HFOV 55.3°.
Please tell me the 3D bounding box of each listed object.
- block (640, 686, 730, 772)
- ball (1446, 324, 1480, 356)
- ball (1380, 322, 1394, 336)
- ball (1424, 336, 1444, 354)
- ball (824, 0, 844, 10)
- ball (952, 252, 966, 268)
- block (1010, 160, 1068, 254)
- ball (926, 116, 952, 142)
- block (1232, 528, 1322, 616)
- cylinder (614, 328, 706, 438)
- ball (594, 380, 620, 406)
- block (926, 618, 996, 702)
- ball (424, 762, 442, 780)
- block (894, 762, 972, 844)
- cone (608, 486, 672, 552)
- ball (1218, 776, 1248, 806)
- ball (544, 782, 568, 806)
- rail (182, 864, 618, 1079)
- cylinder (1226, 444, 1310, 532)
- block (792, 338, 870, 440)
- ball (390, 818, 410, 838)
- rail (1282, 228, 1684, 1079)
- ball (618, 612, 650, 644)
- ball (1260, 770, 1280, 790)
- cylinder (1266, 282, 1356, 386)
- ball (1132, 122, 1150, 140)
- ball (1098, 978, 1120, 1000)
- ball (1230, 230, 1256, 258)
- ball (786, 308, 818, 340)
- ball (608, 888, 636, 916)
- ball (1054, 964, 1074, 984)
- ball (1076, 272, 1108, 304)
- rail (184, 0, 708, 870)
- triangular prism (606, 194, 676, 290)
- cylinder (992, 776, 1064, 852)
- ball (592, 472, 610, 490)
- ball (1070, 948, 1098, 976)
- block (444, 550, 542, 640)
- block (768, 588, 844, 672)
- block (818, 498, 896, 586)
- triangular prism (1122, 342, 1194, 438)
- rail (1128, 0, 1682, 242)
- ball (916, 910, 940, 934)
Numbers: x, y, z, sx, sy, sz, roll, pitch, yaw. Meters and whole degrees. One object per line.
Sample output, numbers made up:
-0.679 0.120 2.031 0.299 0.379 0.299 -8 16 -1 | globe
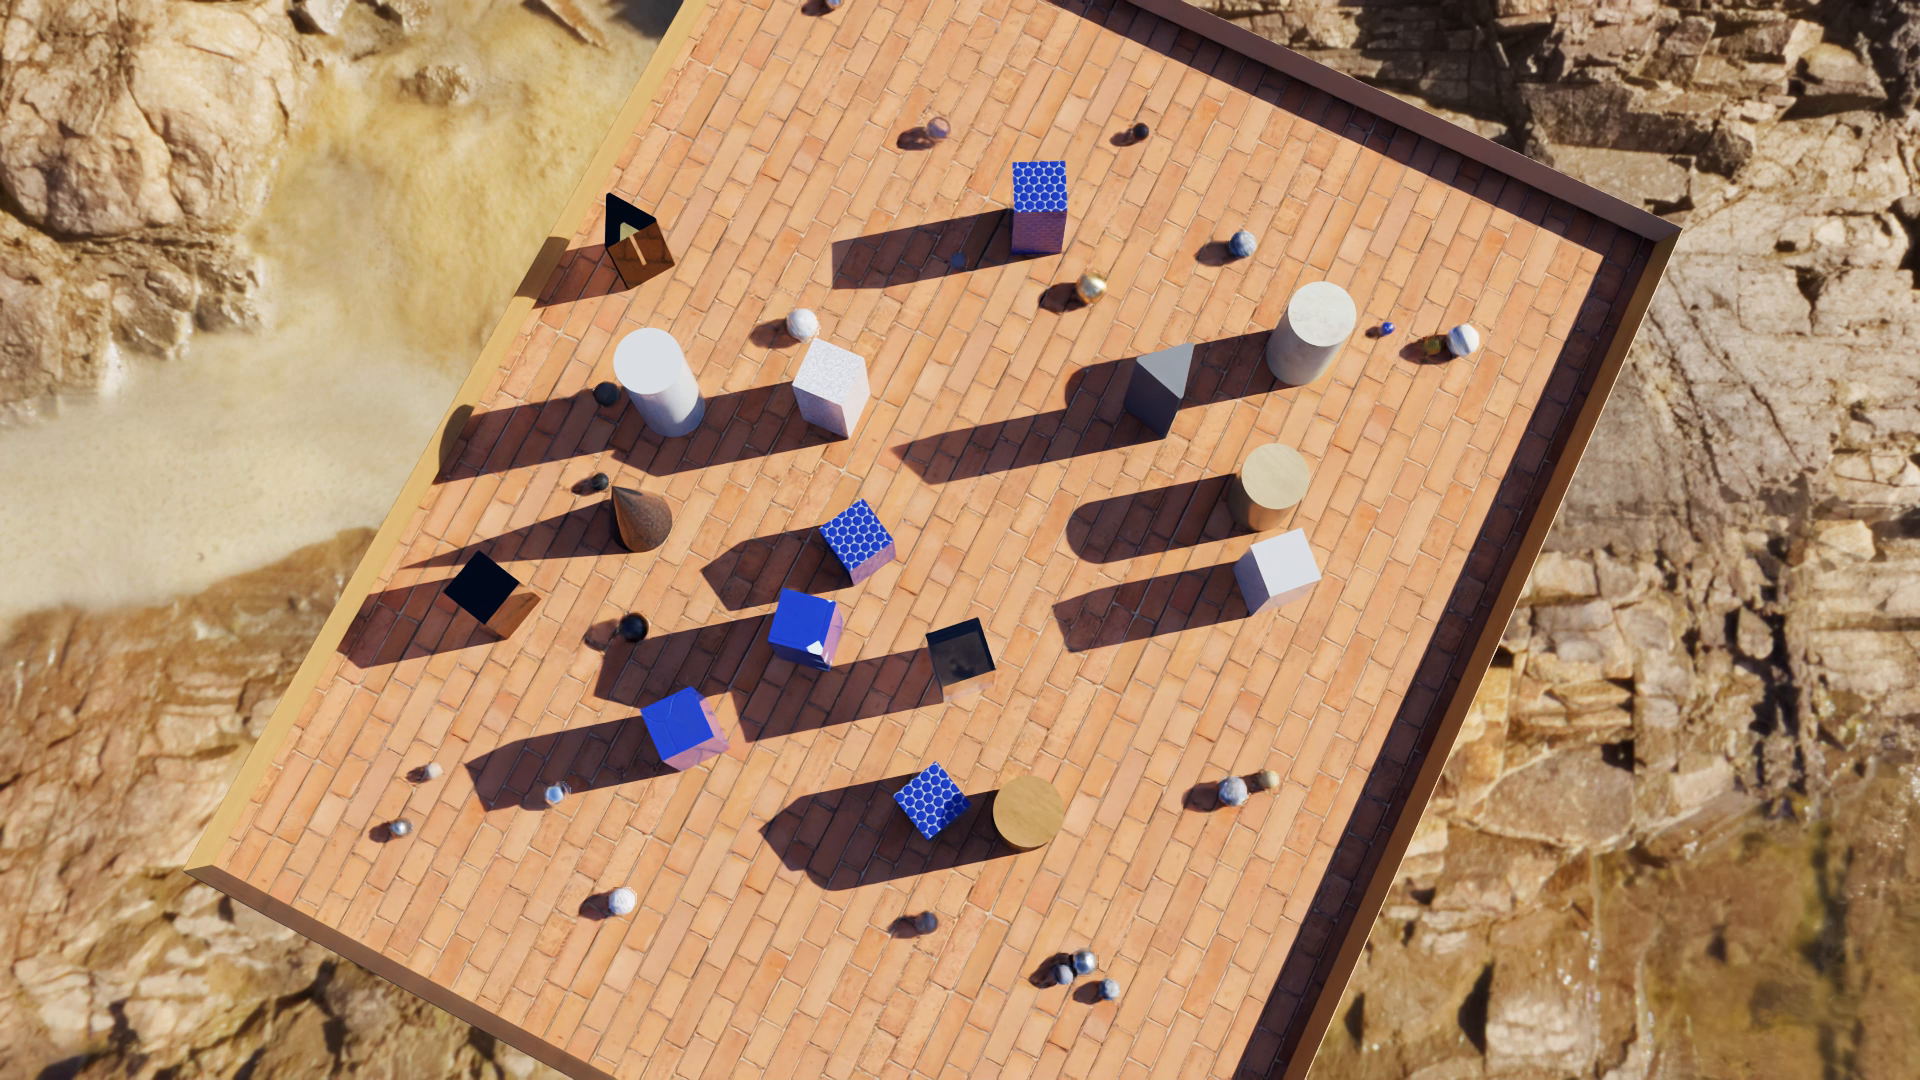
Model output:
-0.793 0.551 5.313 0.159 0.370 0.159 -25 79 -5 | block
1.564 -0.621 5.695 0.099 0.099 0.099 0 78 0 | ball
1.338 -0.662 5.732 0.042 0.042 0.042 0 78 0 | ball
1.475 -0.607 5.712 0.060 0.060 0.060 0 78 0 | ball
-0.406 -1.756 5.946 0.066 0.066 0.066 0 78 0 | ball
-0.003 -0.883 5.774 0.050 0.050 0.050 0 78 0 | ball
0.239 -1.019 5.645 0.159 0.358 0.159 -2 78 0 | block
-0.068 -1.309 5.846 0.081 0.081 0.081 0 78 0 | ball
0.933 0.099 5.416 0.159 0.353 0.159 -19 79 -4 | block
-0.891 -0.464 5.469 0.198 0.476 0.198 0 78 0 | cylinder
-1.094 -0.452 5.670 0.079 0.079 0.079 0 78 0 | ball
0.002 0.354 5.351 0.159 0.376 0.159 -18 79 -4 | block
-1.566 0.687 5.448 0.051 0.051 0.051 0 78 0 | ball
-0.080 0.764 5.325 0.159 0.260 0.159 -39 81 -7 | block
-0.982 -0.106 5.397 0.198 0.473 0.198 0 78 0 | cone
0.806 0.743 5.418 0.088 0.088 0.088 0 78 0 | ball
-1.195 0.752 5.425 0.071 0.071 0.071 0 78 0 | ball
-0.831 1.635 5.211 3.139 0.129 0.045 26 80 5 | rail
0.919 -0.154 5.488 0.198 0.314 0.198 0 78 0 | cylinder
-0.384 -0.453 5.518 0.159 0.377 0.159 23 79 5 | block
-1.654 0.851 5.410 0.060 0.060 0.060 0 78 0 | ball
1.383 0.684 5.408 0.045 0.129 3.766 26 80 5 | rail
-0.982 0.263 5.514 0.094 0.094 0.094 0 78 0 | ball
0.918 0.712 5.439 0.059 0.059 0.059 0 78 0 | ball
1.056 -0.619 5.540 0.198 0.402 0.198 0 78 0 | cylinder
0.578 -1.305 5.857 0.057 0.057 0.057 0 78 0 | ball
0.434 1.304 5.315 0.061 0.061 0.061 0 78 0 | ball
0.890 -0.930 5.765 0.086 0.086 0.086 0 78 0 | ball
-0.491 -0.672 5.705 0.099 0.099 0.099 0 78 0 | ball
-0.989 1.057 5.358 0.079 0.079 0.079 0 78 0 | ball
0.302 1.261 5.325 0.060 0.060 0.060 0 78 0 | ball
0.411 -0.790 5.730 0.098 0.098 0.098 0 78 0 | ball
-1.383 -0.670 5.689 0.045 0.129 3.766 26 80 5 | rail
-1.011 -0.932 5.620 0.172 0.372 0.149 -30 80 -6 | triangular prism
0.191 0.790 5.272 0.198 0.355 0.198 0 78 0 | cylinder
-1.104 -0.179 5.625 0.056 0.056 0.056 0 78 0 | ball
0.360 1.226 5.324 0.076 0.076 0.076 0 78 0 | ball
-1.385 0.165 5.439 0.159 0.280 0.159 37 81 7 | block
-0.449 0.267 5.379 0.159 0.356 0.159 15 79 3 | block
-0.305 0.009 5.491 0.159 0.242 0.159 -35 80 -7 | block
0.620 -0.468 5.480 0.172 0.458 0.149 43 81 8 | triangular prism
0.831 -1.622 5.886 3.139 0.129 0.045 26 80 5 | rail
-0.096 1.117 5.350 0.069 0.069 0.069 0 78 0 | ball
